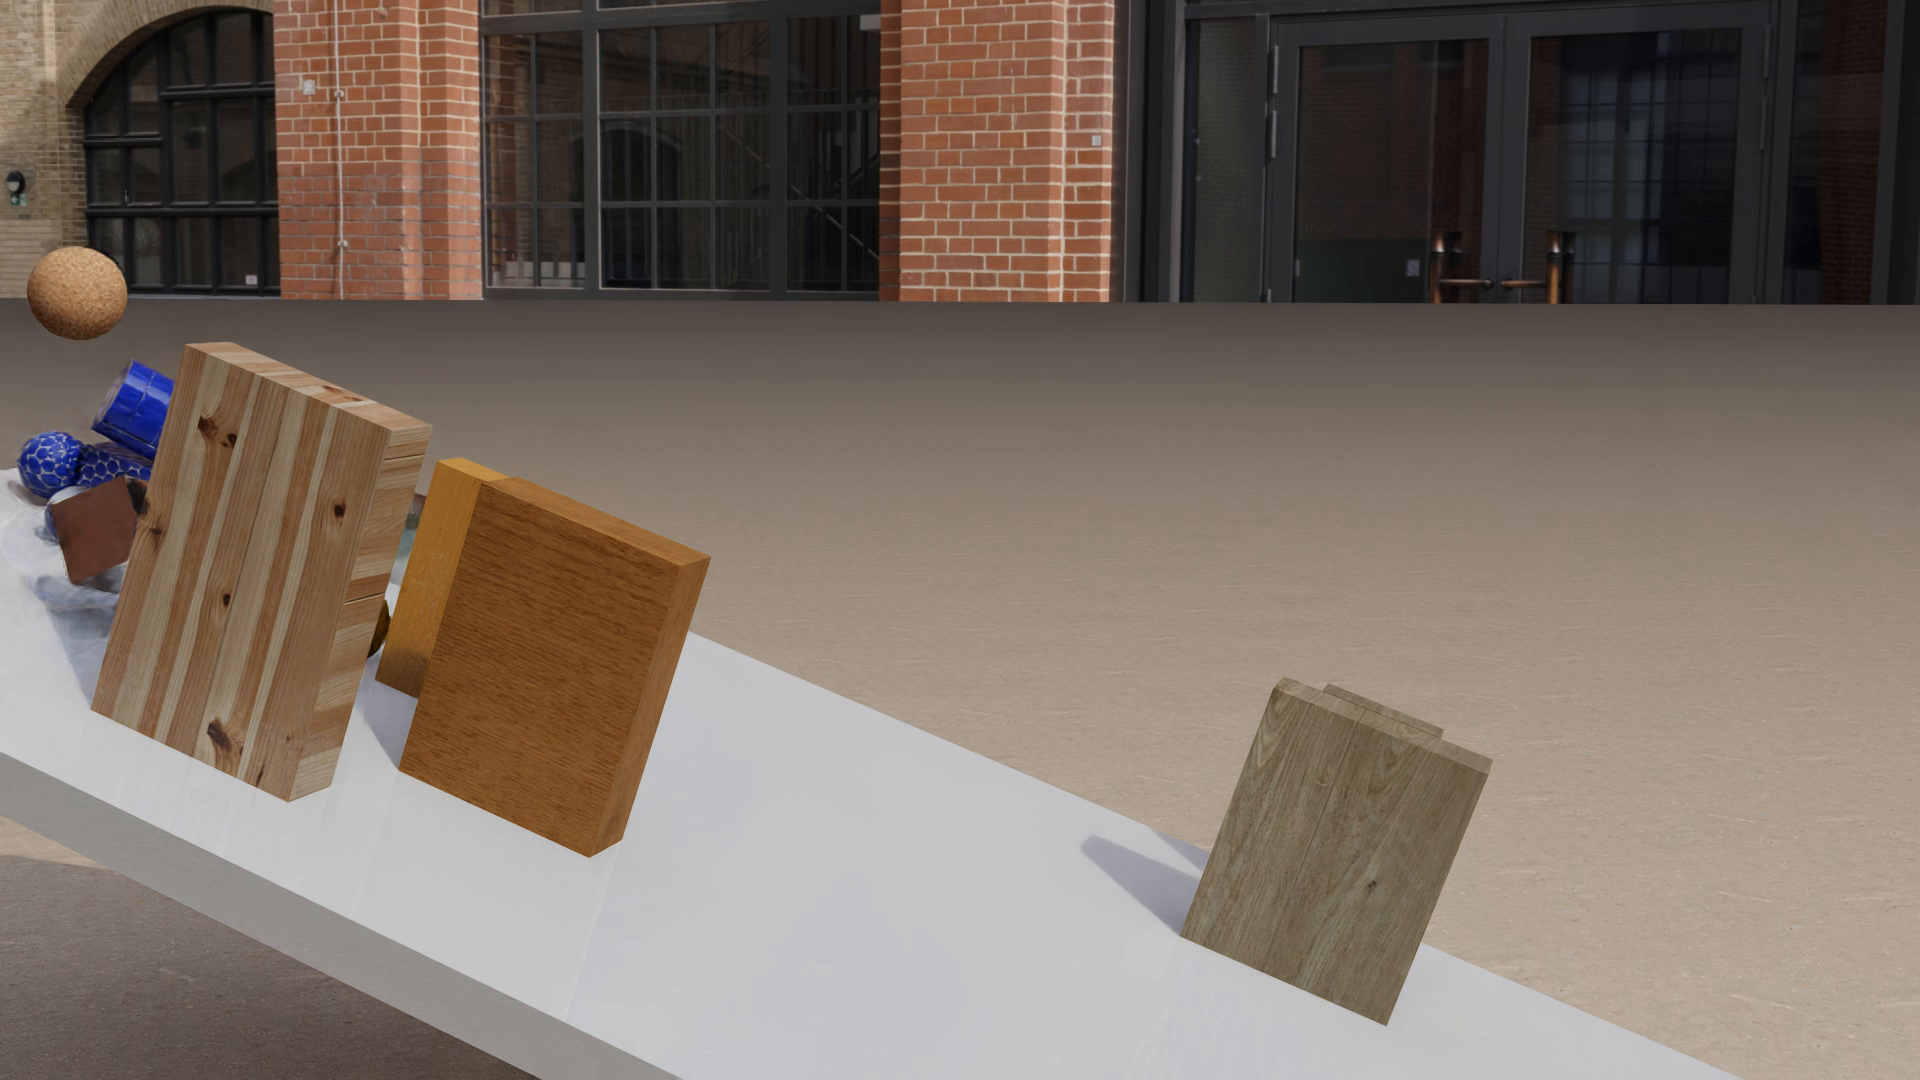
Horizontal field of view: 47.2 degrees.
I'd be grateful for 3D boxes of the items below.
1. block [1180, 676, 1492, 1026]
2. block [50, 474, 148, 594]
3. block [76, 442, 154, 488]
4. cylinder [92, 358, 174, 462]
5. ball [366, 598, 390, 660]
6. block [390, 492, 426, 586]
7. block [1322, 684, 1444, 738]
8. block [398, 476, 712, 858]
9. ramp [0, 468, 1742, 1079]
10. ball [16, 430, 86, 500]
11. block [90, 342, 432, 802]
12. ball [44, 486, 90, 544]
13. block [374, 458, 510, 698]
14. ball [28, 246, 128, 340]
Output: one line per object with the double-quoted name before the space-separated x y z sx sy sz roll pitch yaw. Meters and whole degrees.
"block" 0.746 0.615 4.379 0.440 0.547 0.137 22 12 14
"block" -1.570 -0.008 4.120 0.158 0.158 0.158 -22 -12 8
"block" -1.765 -0.106 4.697 0.162 0.162 0.162 22 12 14
"cylinder" -1.697 -0.264 4.610 0.170 0.170 0.170 31 -8 -26
"ball" -1.206 0.156 4.297 0.180 0.180 0.180 0 7 0
"block" -1.226 0.008 4.992 0.169 0.169 0.169 20 12 5
"block" 0.815 0.591 4.695 0.261 0.502 0.089 22 12 14
"block" -0.721 0.221 3.893 0.397 0.553 0.130 22 12 14
"ramp" -0.341 0.630 4.216 4.000 0.100 2.000 22 12 14
"ball" -1.923 -0.158 4.669 0.146 0.146 0.146 0 7 0
"block" -1.178 0.050 3.697 0.407 0.662 0.125 22 12 14
"ball" -1.794 -0.046 4.471 0.129 0.129 0.129 0 7 0
"block" -0.924 0.113 4.285 0.313 0.461 0.094 22 12 14
"ball" -1.935 -0.541 4.823 0.205 0.205 0.205 0 7 0
